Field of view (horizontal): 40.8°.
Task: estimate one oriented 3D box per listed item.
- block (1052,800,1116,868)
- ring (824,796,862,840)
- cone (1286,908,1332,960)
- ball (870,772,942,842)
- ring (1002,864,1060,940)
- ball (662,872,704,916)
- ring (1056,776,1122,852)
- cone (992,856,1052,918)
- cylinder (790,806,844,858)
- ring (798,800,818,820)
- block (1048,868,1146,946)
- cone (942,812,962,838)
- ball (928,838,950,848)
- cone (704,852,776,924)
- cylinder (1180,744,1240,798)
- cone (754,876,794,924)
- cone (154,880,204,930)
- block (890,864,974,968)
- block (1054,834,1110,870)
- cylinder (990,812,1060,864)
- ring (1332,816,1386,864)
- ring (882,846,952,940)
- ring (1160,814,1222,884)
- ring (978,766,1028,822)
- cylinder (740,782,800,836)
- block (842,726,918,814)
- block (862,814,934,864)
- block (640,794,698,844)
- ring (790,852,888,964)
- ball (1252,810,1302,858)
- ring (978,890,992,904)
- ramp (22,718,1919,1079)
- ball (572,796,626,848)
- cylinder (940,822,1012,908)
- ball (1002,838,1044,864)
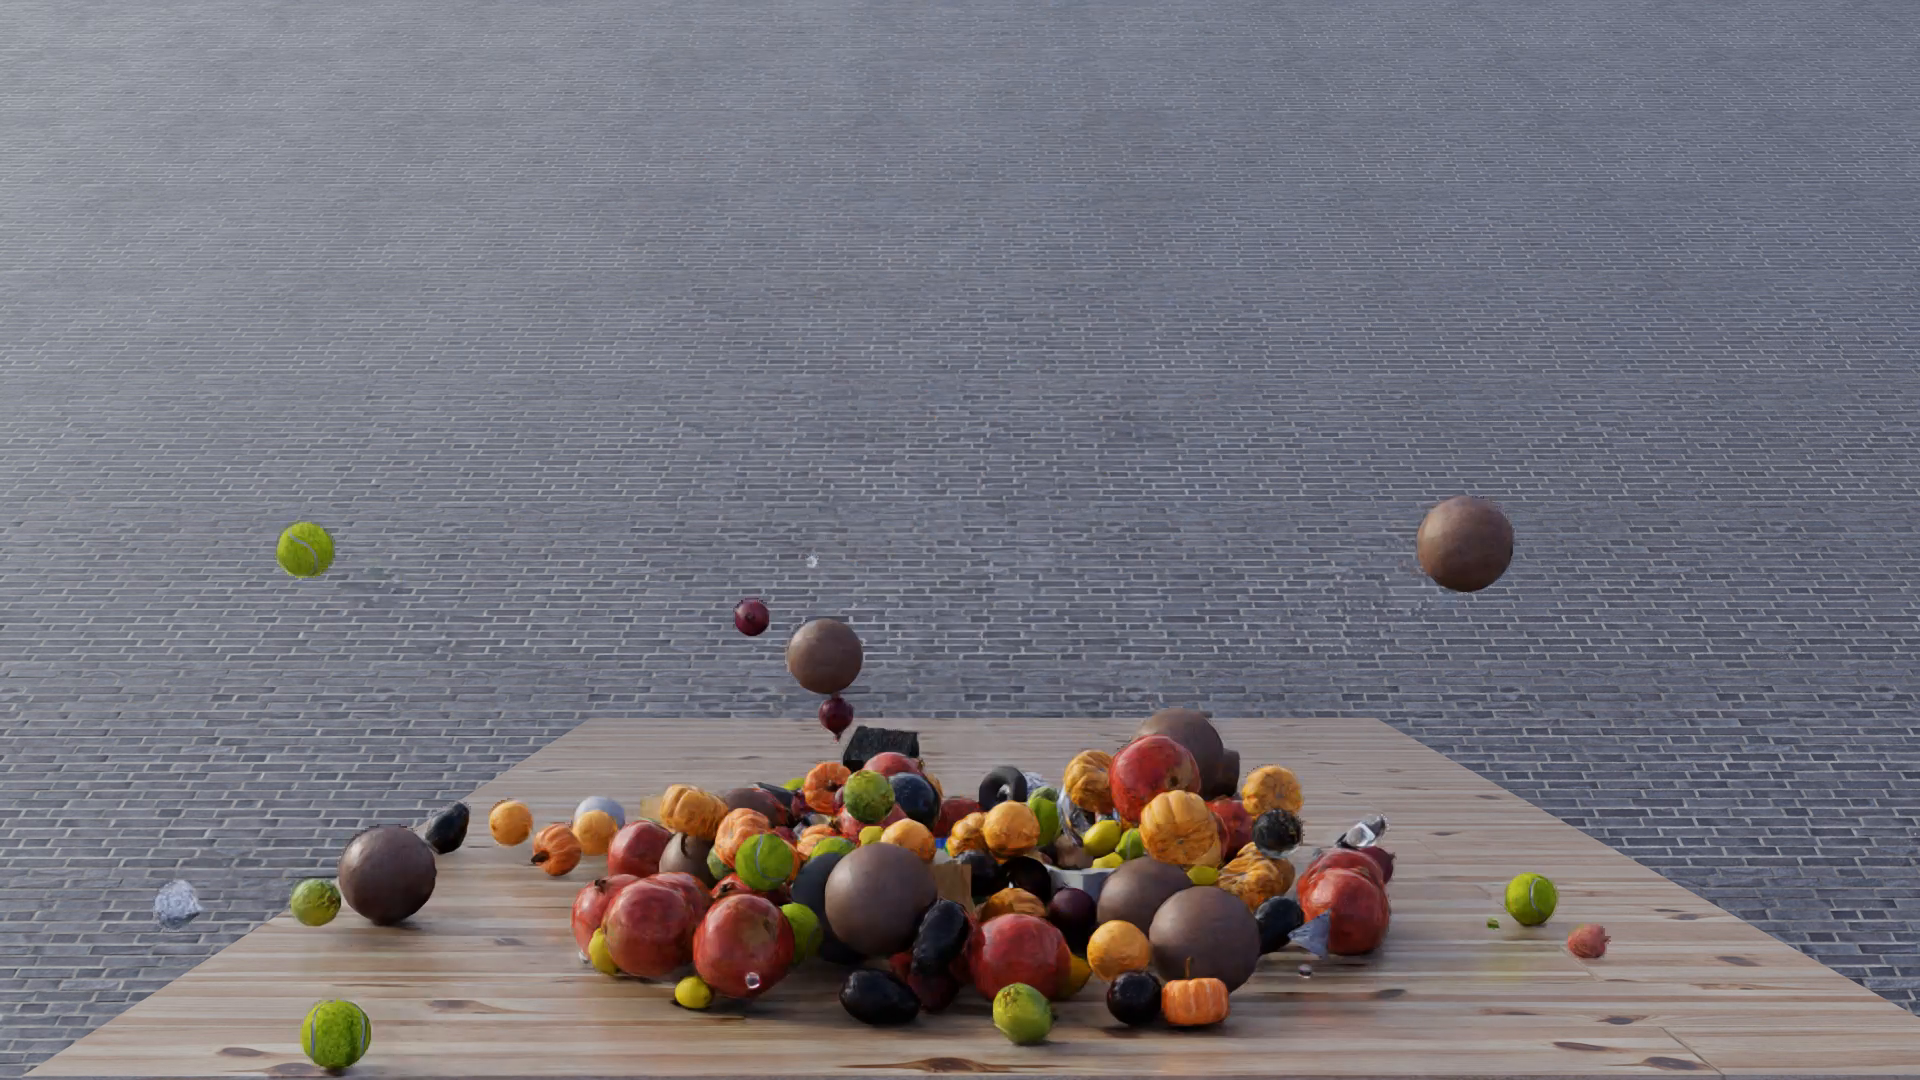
[{"bbox_3d":[0.194,0.459,4.041,0.092,0.092,0.092,0,1,8],"label":"block"},{"bbox_3d":[-0.179,0.458,4.294,0.131,0.131,0.044,-11,64,-20],"label":"ring"},{"bbox_3d":[0.411,0.444,2.955,0.055,0.055,0.055,32,-1,1],"label":"cone"},{"bbox_3d":[-0.076,0.377,3.636,0.099,0.099,0.099,0,27,0],"label":"ball"},{"bbox_3d":[0.106,0.474,3.378,0.108,0.036,0.108,-2,53,2],"label":"ring"},{"bbox_3d":[-0.380,0.486,3.536,0.059,0.059,0.059,0,27,0],"label":"ball"},{"bbox_3d":[0.184,0.388,3.670,0.112,0.112,0.037,-29,1,-44],"label":"ring"},{"bbox_3d":[0.069,0.444,3.355,0.081,0.081,0.081,-7,5,-14],"label":"cone"},{"bbox_3d":[-0.219,0.450,3.967,0.060,0.060,0.060,-29,78,-44],"label":"cylinder"},{"bbox_3d":[-0.304,0.476,4.476,0.123,0.041,0.123,1,1,0],"label":"ring"},{"bbox_3d":[0.174,0.471,3.319,0.090,0.090,0.090,0,-5,-30],"label":"block"},{"bbox_3d":[-0.008,0.473,4.243,0.056,0.056,0.056,0,1,0],"label":"cone"},{"bbox_3d":[-0.025,0.478,3.876,0.062,0.062,0.062,0,27,0],"label":"ball"},{"bbox_3d":[-0.290,0.493,3.505,0.099,0.099,0.099,-7,29,-13],"label":"cone"},{"bbox_3d":[0.392,0.363,4.053,0.076,0.076,0.076,10,26,-7],"label":"cylinder"},{"bbox_3d":[-0.228,0.498,3.452,0.072,0.072,0.072,30,31,2],"label":"cone"},{"bbox_3d":[-1.216,0.581,4.073,0.078,0.078,0.078,2,22,42],"label":"cone"},{"bbox_3d":[-0.035,0.458,3.145,0.096,0.096,0.096,0,61,-3],"label":"block"},{"bbox_3d":[0.184,0.470,3.901,0.057,0.057,0.057,-4,-14,-26],"label":"block"},{"bbox_3d":[0.098,0.466,3.980,0.082,0.082,0.082,20,12,34],"label":"cylinder"},{"bbox_3d":[0.586,0.441,3.793,0.093,0.093,0.031,-23,66,-38],"label":"ring"},{"bbox_3d":[-0.054,0.460,3.326,0.045,0.136,0.136,27,12,-32],"label":"ring"},{"bbox_3d":[0.329,0.439,3.672,0.101,0.101,0.034,-19,4,-33],"label":"ring"},{"bbox_3d":[0.066,0.389,3.956,0.087,0.087,0.029,26,0,41],"label":"ring"},{"bbox_3d":[-0.319,0.451,4.336,0.077,0.077,0.077,16,19,-25],"label":"cylinder"},{"bbox_3d":[-0.123,0.361,4.013,0.097,0.097,0.097,5,28,11],"label":"block"},{"bbox_3d":[-0.098,0.459,4.076,0.092,0.092,0.092,0,1,14],"label":"block"},{"bbox_3d":[-0.474,0.456,4.215,0.067,0.067,0.067,-11,-17,28],"label":"block"},{"bbox_3d":[-0.146,0.447,3.130,0.046,0.139,0.139,-28,4,41],"label":"ring"},{"bbox_3d":[0.449,0.416,3.649,0.070,0.070,0.070,0,27,0],"label":"ball"},{"bbox_3d":[0.004,0.478,3.597,0.111,0.037,0.111,-4,14,1],"label":"ring"},{"bbox_3d":[0.060,0.544,4.580,2.000,0.100,4.000,0,1,0],"label":"ramp"},{"bbox_3d":[-0.588,0.460,4.205,0.085,0.085,0.085,0,27,0],"label":"ball"},{"bbox_3d":[0.010,0.436,3.444,0.086,0.086,0.086,24,58,39],"label":"cylinder"},{"bbox_3d":[0.078,0.470,3.690,0.086,0.086,0.086,0,27,0],"label":"ball"}]
